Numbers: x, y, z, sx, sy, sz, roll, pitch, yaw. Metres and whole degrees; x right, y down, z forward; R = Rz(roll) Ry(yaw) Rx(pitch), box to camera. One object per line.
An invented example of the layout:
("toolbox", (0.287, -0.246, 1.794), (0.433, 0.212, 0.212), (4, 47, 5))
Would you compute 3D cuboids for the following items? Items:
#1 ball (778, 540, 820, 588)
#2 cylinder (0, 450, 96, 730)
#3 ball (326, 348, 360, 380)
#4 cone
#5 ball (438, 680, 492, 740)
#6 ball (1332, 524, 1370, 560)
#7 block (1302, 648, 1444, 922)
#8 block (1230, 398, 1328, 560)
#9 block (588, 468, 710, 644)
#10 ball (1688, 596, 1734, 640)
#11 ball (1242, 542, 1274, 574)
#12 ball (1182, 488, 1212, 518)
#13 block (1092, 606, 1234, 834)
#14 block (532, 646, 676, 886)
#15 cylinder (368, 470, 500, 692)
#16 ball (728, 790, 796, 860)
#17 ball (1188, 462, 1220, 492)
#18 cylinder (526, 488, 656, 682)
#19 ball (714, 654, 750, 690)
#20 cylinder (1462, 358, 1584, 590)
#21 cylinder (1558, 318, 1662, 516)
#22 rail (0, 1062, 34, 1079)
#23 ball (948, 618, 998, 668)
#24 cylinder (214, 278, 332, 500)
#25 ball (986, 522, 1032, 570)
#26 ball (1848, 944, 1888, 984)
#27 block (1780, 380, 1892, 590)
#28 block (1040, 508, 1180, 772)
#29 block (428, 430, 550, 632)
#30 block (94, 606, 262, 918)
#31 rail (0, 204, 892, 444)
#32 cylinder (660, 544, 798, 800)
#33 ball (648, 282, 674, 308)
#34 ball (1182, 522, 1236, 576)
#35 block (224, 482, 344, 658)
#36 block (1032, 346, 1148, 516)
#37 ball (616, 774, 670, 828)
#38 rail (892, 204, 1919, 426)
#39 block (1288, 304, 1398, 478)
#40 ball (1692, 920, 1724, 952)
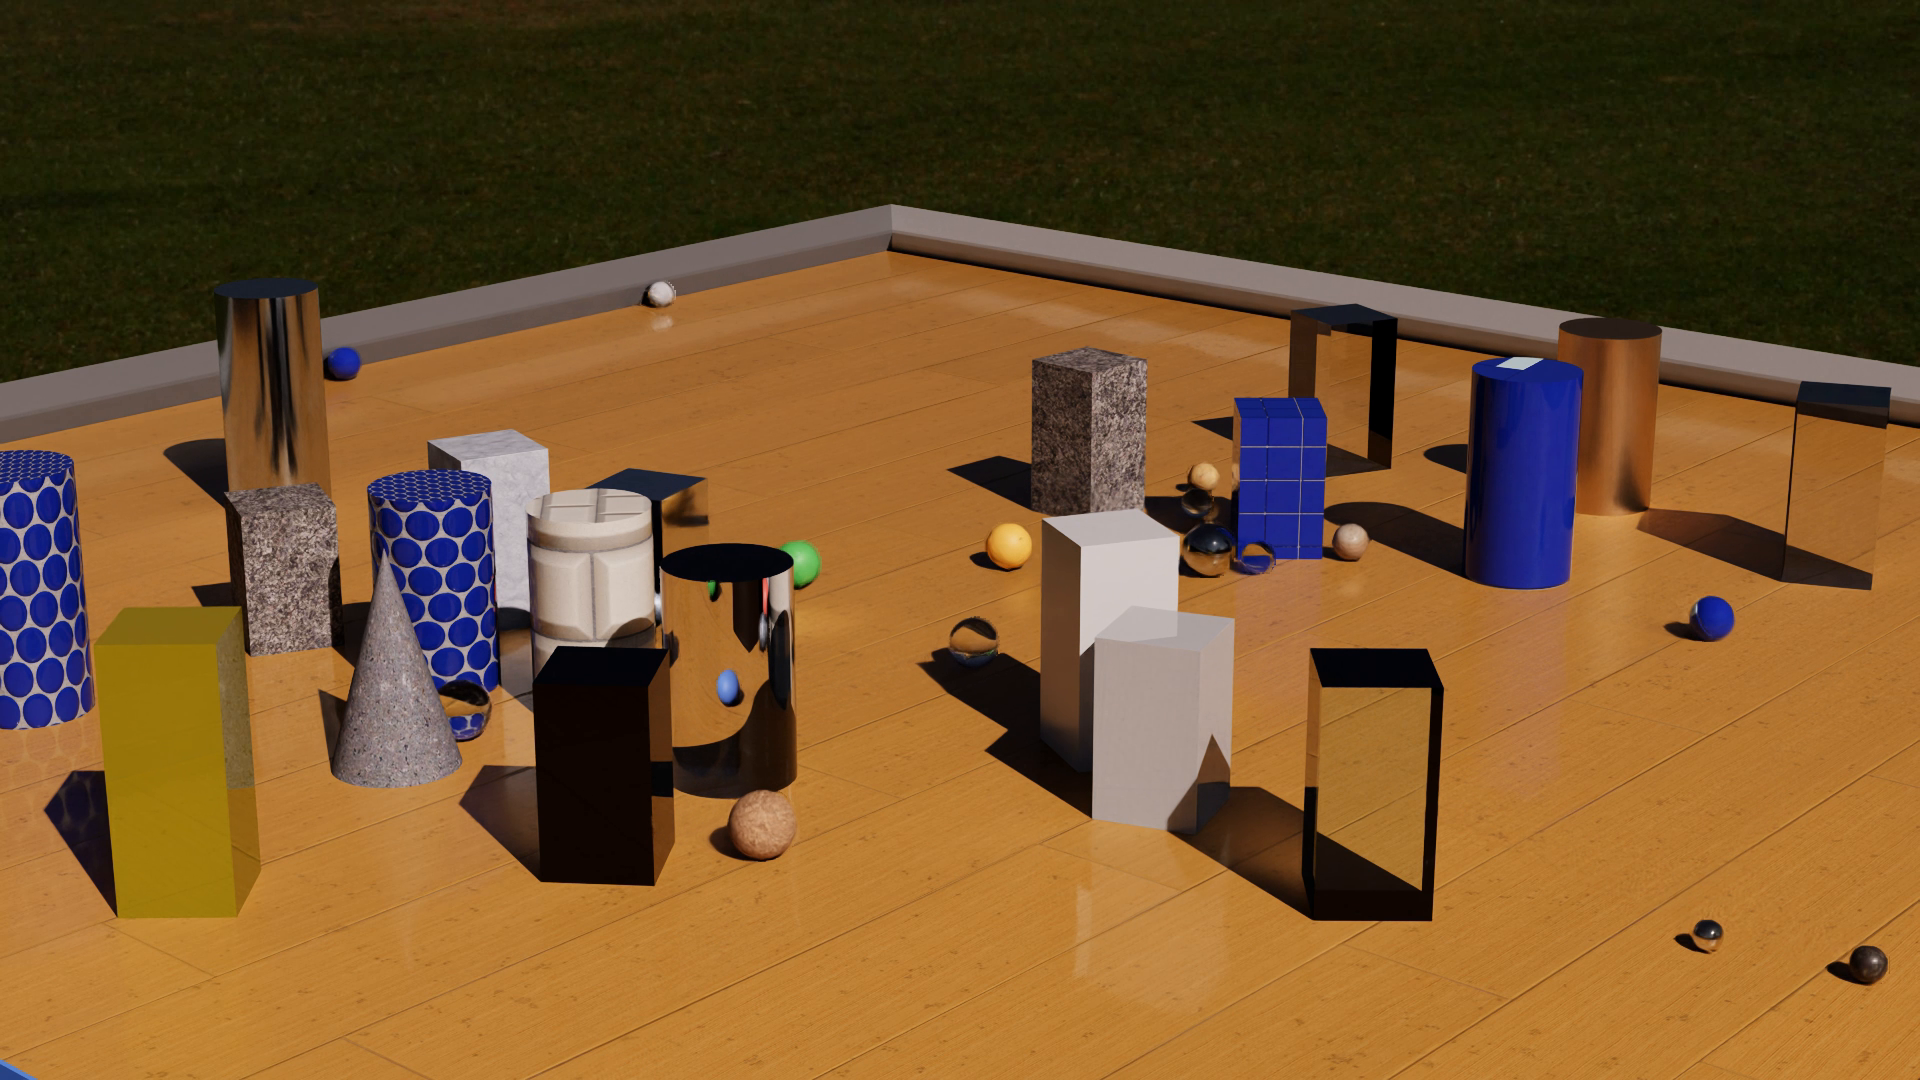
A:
("ball", (-0.288, 0.043, 5.160), (0.082, 0.082, 0.082), (0, 17, 0))
("cylinder", (-1.449, 0.075, 4.519), (0.193, 0.391, 0.193), (0, 17, 0))
("ball", (-1.396, -0.400, 6.639), (0.074, 0.074, 0.074), (0, 17, 0))
("cone", (-0.834, 0.171, 4.295), (0.193, 0.336, 0.193), (0, 17, 0))
("ball", (-0.755, 0.256, 4.436), (0.092, 0.092, 0.092), (0, 17, 0))
("ball", (0.709, 0.004, 5.317), (0.067, 0.067, 0.067), (0, 17, 0))
("block", (0.537, 0.319, 3.833), (0.154, 0.321, 0.154), (0, 17, 1))
("block", (0.581, -0.114, 5.364), (0.154, 0.264, 0.154), (0, 17, 0))
("block", (-0.527, 0.025, 4.931), (0.154, 0.248, 0.154), (8, 18, 24))
("ball", (1.252, 0.130, 4.883), (0.075, 0.075, 0.075), (0, 17, 0))
("ball", (0.532, 0.031, 5.239), (0.059, 0.059, 0.059), (0, 17, 0))
("ball", (0.450, -0.070, 5.576), (0.058, 0.058, 0.058), (0, 17, 0))
("block", (0.287, 0.252, 4.140), (0.154, 0.271, 0.154), (7, 18, 22))
("block", (-0.478, 0.303, 3.952), (0.154, 0.282, 0.154), (1, 17, 5))
("cylinder", (-0.831, 0.072, 4.639), (0.193, 0.328, 0.193), (0, 17, 0))
("ball", (-0.269, 0.388, 3.997), (0.094, 0.094, 0.094), (0, 17, 0))
("ball", (0.477, -0.122, 5.740), (0.062, 0.062, 0.062), (0, 17, 0))
("cylinder", (-0.568, 0.104, 4.532), (0.193, 0.328, 0.193), (0, 17, 0))
("ball", (-0.361, 0.210, 4.649), (0.057, 0.057, 0.057), (0, 17, 0))
("cylinder", (0.994, -0.118, 5.188), (0.193, 0.375, 0.193), (0, 17, 0))
("cylinder", (1.240, -0.238, 5.637), (0.193, 0.345, 0.193), (0, 17, 0))
("rail", (-1.437, 0.510, 3.536), (4.350, 0.125, 0.045), (14, 22, 39))
("ball", (0.021, 0.167, 4.750), (0.081, 0.081, 0.081), (0, 17, 0))
("cylinder", (-1.307, -0.268, 5.585), (0.193, 0.432, 0.193), (0, 17, 0))
("ball", (0.088, 0.011, 5.265), (0.083, 0.083, 0.083), (0, 17, 0))
("ball", (1.124, 0.524, 3.626), (0.047, 0.047, 0.047), (0, 17, 0))
("block", (1.552, -0.098, 5.195), (0.154, 0.331, 0.154), (6, 18, 18))
("block", (0.220, 0.147, 4.355), (0.154, 0.347, 0.154), (-6, 18, -19))
("block", (-0.793, -0.014, 4.963), (0.154, 0.305, 0.154), (-10, 19, -29))
("block", (-1.020, 0.290, 3.834), (0.154, 0.376, 0.154), (0, 17, -1))
("rail", (-1.625, -0.376, 6.471), (0.045, 0.125, 4.431), (14, 22, 39))
("cylinder", (-0.335, 0.188, 4.256), (0.193, 0.326, 0.193), (0, 17, 0))
("ball", (-0.754, -0.617, 7.378), (0.064, 0.064, 0.064), (0, 17, 0))
("ball", (0.443, 0.017, 5.222), (0.096, 0.096, 0.096), (0, 17, 0))
("block", (-1.122, 0.048, 4.869), (0.154, 0.241, 0.154), (-7, 18, -22))
("block", (0.245, -0.199, 5.589), (0.154, 0.298, 0.154), (16, 23, 43))
("ball", (-0.444, 0.364, 4.107), (0.075, 0.075, 0.075), (0, 17, 0))
("rail", (1.437, -0.447, 6.705), (4.350, 0.125, 0.045), (14, 22, 39))
("block", (0.768, -0.303, 5.910), (0.154, 0.311, 0.154), (-8, 18, -24))
("ball", (0.948, 0.501, 3.715), (0.040, 0.040, 0.040), (0, 17, 0))
